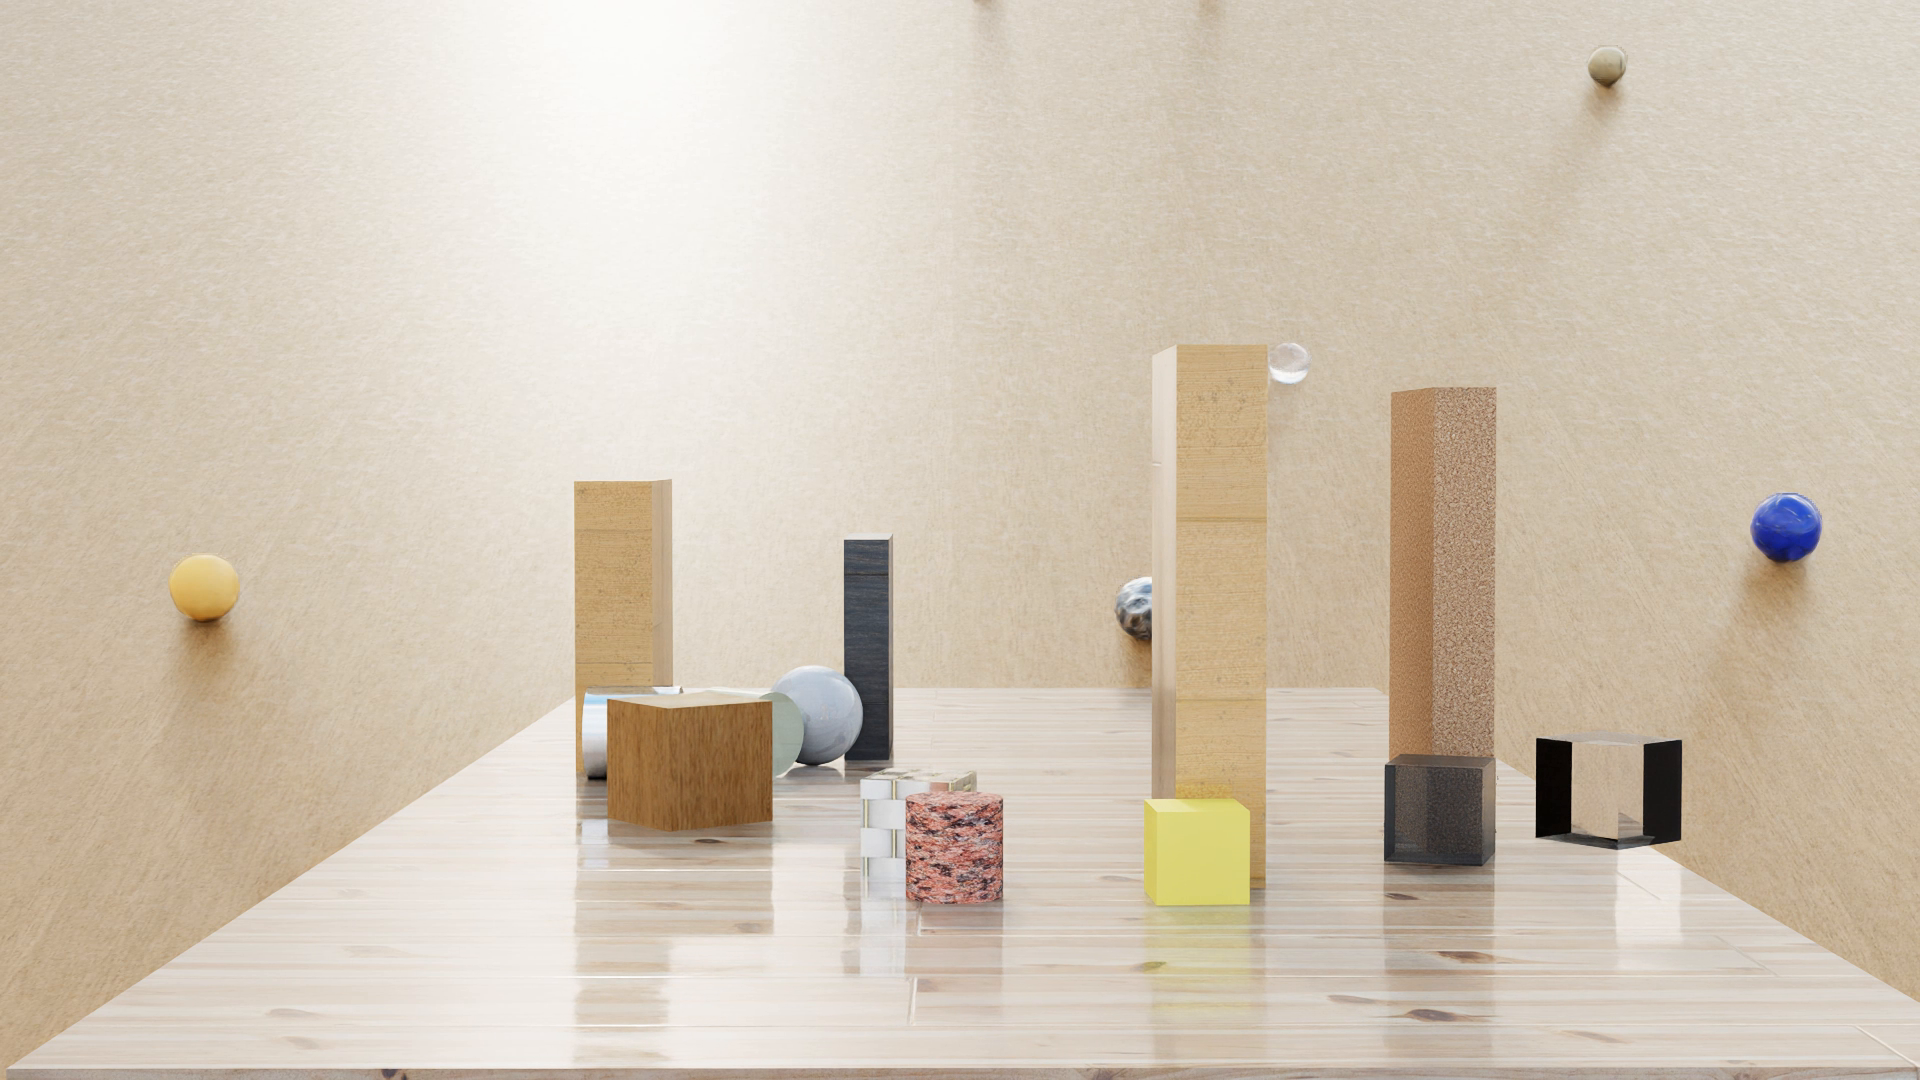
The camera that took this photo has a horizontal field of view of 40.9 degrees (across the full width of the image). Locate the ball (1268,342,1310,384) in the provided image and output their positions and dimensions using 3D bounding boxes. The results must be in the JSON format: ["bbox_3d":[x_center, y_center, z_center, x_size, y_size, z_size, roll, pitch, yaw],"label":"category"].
[{"bbox_3d":[1.124,-0.602,8.792,0.142,0.142,0.142,0,24,0],"label":"ball"}]

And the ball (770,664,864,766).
[{"bbox_3d":[-0.283,0.337,4.956,0.193,0.193,0.193,0,24,0],"label":"ball"}]

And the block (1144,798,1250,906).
[{"bbox_3d":[0.322,0.424,3.508,0.125,0.125,0.125,0,2,-4],"label":"block"}]

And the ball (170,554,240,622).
[{"bbox_3d":[-2.080,0.131,7.092,0.185,0.185,0.185,0,24,0],"label":"ball"}]

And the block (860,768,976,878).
[{"bbox_3d":[-0.059,0.409,3.733,0.138,0.138,0.138,0,2,14],"label":"block"}]

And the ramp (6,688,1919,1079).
[{"bbox_3d":[0.055,0.499,4.546,2.000,0.100,4.000,0,2,0],"label":"ramp"}]

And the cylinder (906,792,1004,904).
[{"bbox_3d":[-0.008,0.419,3.522,0.134,0.134,0.134,0,2,0],"label":"cylinder"}]

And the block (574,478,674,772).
[{"bbox_3d":[-0.653,0.157,5.031,0.146,0.549,0.351,0,2,0],"label":"block"}]

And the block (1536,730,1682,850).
[{"bbox_3d":[1.012,0.388,4.017,0.158,0.158,0.158,-2,3,-38],"label":"block"}]

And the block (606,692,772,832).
[{"bbox_3d":[-0.445,0.361,4.239,0.197,0.197,0.197,-2,3,-37],"label":"block"}]

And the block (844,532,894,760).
[{"bbox_3d":[-0.183,0.208,5.213,0.088,0.432,0.366,0,2,0],"label":"block"}]

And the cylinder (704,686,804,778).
[{"bbox_3d":[-0.406,0.359,4.832,0.159,0.159,0.159,2,19,43],"label":"cylinder"}]

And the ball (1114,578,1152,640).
[{"bbox_3d":[0.505,0.186,6.987,0.170,0.170,0.170,0,24,0],"label":"ball"}]

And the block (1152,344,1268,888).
[{"bbox_3d":[0.361,0.099,3.783,0.125,0.754,0.440,0,2,0],"label":"block"}]

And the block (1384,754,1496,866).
[{"bbox_3d":[0.718,0.402,3.850,0.143,0.143,0.143,1,2,20],"label":"block"}]

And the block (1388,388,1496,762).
[{"bbox_3d":[0.766,0.112,4.112,0.094,0.703,0.392,0,2,0],"label":"block"}]

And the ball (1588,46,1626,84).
[{"bbox_3d":[3.165,-2.321,12.596,0.185,0.185,0.185,0,24,0],"label":"ball"}]

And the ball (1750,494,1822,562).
[{"bbox_3d":[2.388,-0.034,7.448,0.198,0.198,0.198,0,24,0],"label":"ball"}]
